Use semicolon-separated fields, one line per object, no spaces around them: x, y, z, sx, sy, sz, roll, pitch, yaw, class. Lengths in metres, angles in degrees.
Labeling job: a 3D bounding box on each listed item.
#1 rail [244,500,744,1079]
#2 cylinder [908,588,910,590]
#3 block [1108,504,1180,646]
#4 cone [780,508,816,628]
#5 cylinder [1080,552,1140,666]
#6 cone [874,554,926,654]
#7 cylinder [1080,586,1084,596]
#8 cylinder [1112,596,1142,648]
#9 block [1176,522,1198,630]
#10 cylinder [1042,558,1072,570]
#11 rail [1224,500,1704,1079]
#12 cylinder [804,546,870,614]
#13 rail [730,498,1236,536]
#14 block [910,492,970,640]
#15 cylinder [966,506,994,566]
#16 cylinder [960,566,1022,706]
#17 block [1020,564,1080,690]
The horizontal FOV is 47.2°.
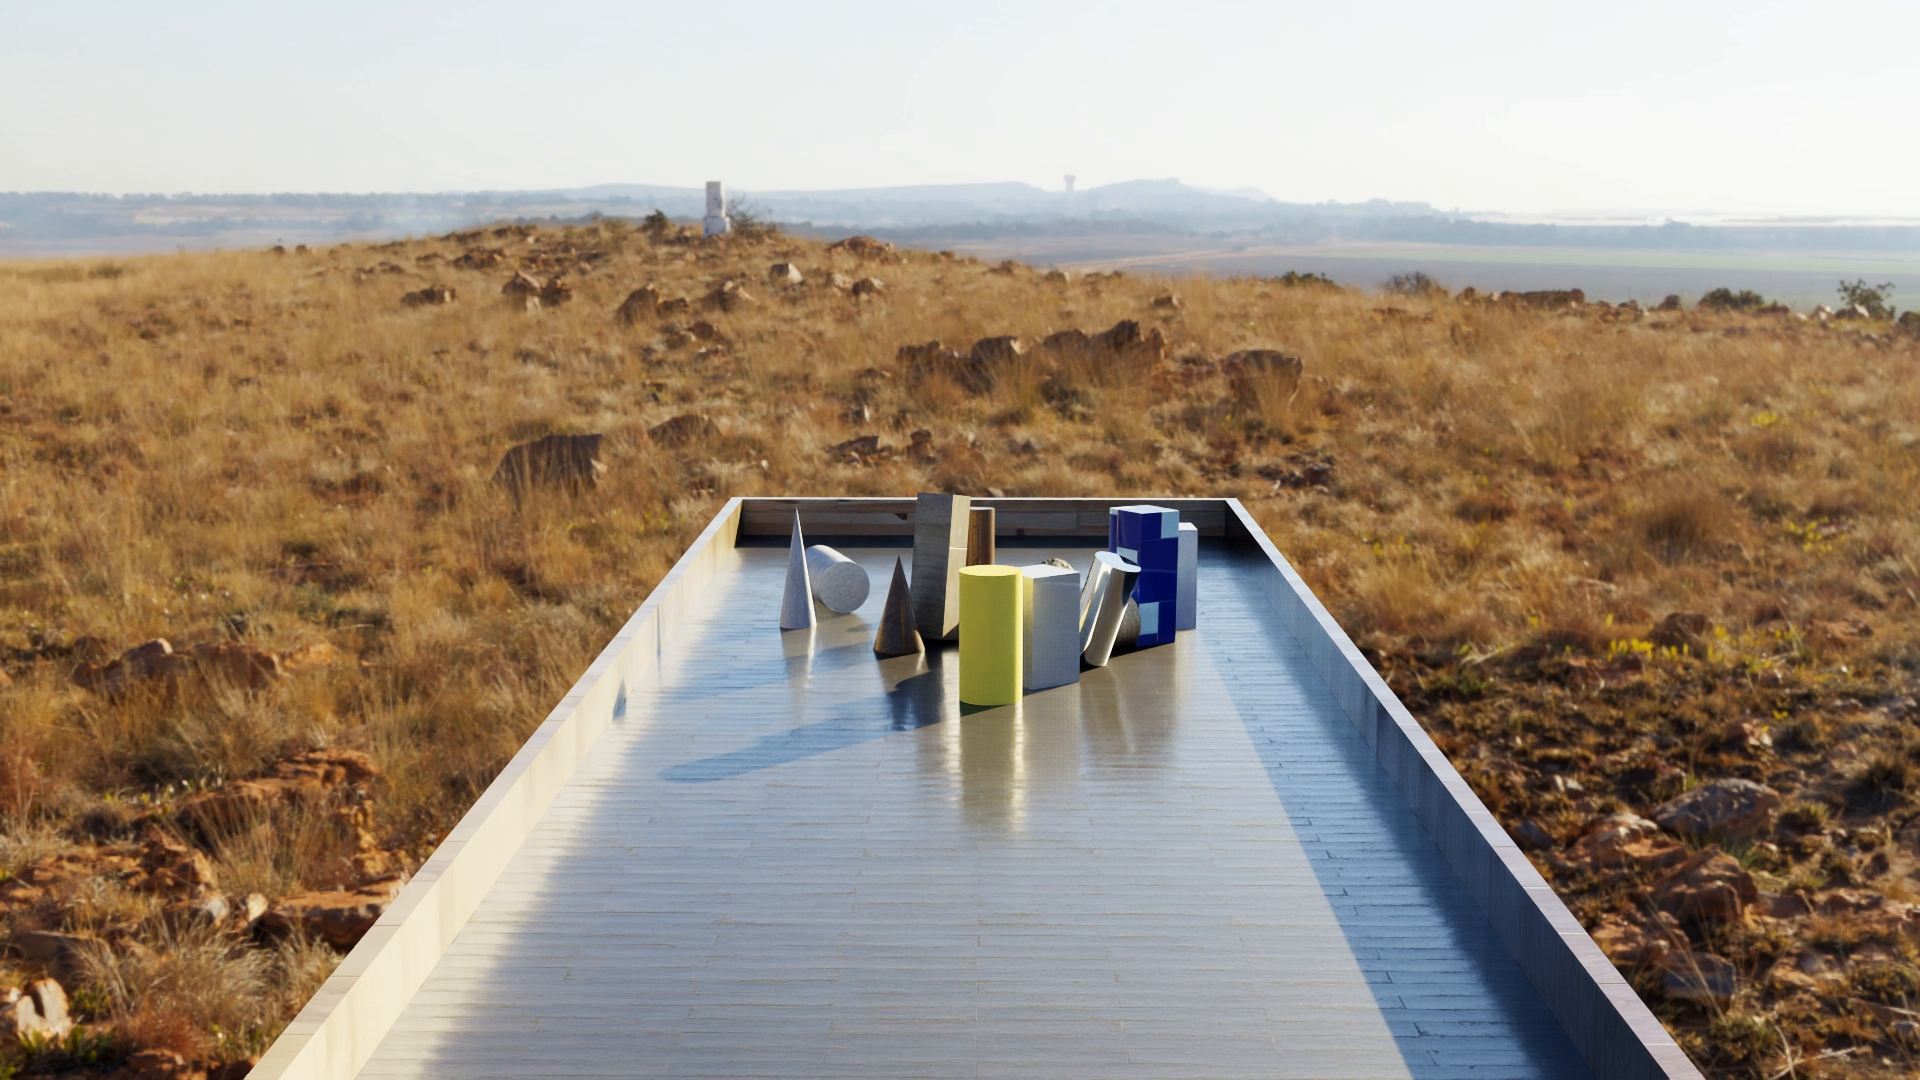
-1.004;0.839;3.234;0.050;0.150;12.000;0;9;1;rail
-0.028;0.184;7.495;0.111;0.111;0.368;7;12;38;cylinder
0.577;0.111;6.952;0.155;0.421;0.155;-5;10;-36;block
-0.534;0.084;7.211;0.122;0.396;0.122;0;9;0;cone
0.424;0.207;6.608;0.143;0.313;0.143;17;17;-5;cylinder
-0.190;0.191;6.832;0.164;0.304;0.164;0;9;0;cone
0.436;0.223;7.092;0.349;0.159;0.159;-9;13;-44;cylinder
0.335;0.268;6.787;0.434;0.167;0.167;-6;11;-32;cylinder
0.690;0.117;7.224;0.154;0.327;0.154;0;9;-2;block
0.331;0.166;7.505;0.144;0.144;0.398;0;9;0;cylinder
1.046;0.843;3.208;0.050;0.150;12.000;0;9;1;rail
-0.445;0.133;7.603;0.178;0.178;0.359;-3;9;-18;cylinder
0.099;-0.098;9.147;2.100;0.150;0.050;0;9;1;rail
-0.067;0.083;6.981;0.126;0.456;0.126;4;0;26;block
0.045;0.085;7.227;0.137;0.380;0.137;0;5;0;cylinder
0.086;0.265;6.167;0.178;0.366;0.178;0;9;0;cylinder
0.228;0.250;6.396;0.172;0.324;0.172;-6;11;-35;block
